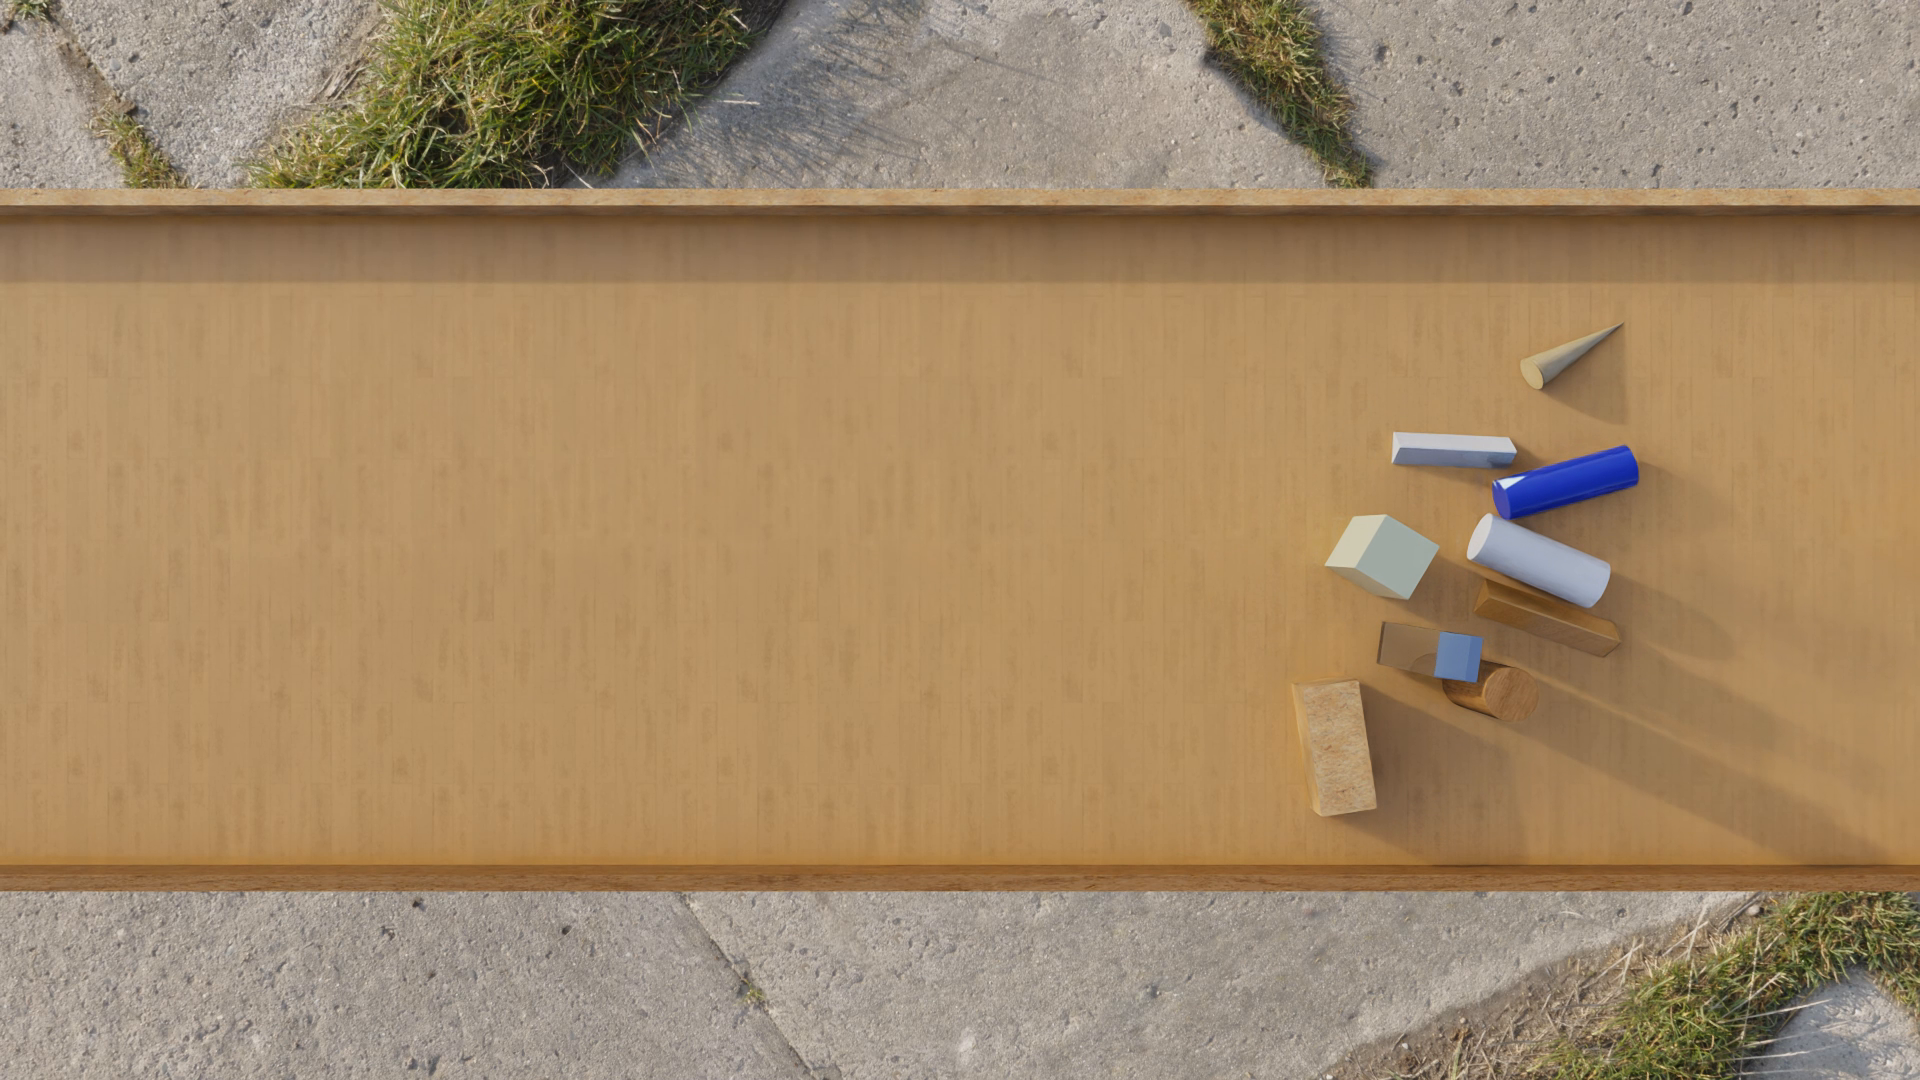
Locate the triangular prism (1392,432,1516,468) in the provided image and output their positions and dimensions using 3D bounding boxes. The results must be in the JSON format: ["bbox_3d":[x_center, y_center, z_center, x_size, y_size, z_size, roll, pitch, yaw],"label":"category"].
[{"bbox_3d":[1.509,-0.275,5.033,0.354,0.083,0.096,3,90,0],"label":"triangular prism"}]

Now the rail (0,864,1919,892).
[{"bbox_3d":[-2.247,1.025,5.001,12.000,0.150,0.050,0,90,0],"label":"rail"}]

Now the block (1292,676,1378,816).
[{"bbox_3d":[1.131,0.620,4.993,0.168,0.168,0.387,-8,90,0],"label":"block"}]

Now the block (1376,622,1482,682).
[{"bbox_3d":[1.380,0.327,4.865,0.130,0.407,0.130,8,90,-9],"label":"block"}]

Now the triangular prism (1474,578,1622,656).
[{"bbox_3d":[1.798,0.240,5.026,0.424,0.095,0.110,19,90,0],"label":"triangular prism"}]

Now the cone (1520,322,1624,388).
[{"bbox_3d":[1.895,-0.590,5.051,0.354,0.104,0.104,-29,90,-8],"label":"cone"}]

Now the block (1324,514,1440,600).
[{"bbox_3d":[1.242,0.048,4.880,0.177,0.393,0.177,31,90,0],"label":"block"}]

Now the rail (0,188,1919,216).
[{"bbox_3d":[-2.247,-1.025,5.002,12.000,0.150,0.050,0,90,0],"label":"rail"}]

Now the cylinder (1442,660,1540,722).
[{"bbox_3d":[1.562,0.438,4.871,0.155,0.410,0.155,0,90,0],"label":"cylinder"}]

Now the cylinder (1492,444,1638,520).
[{"bbox_3d":[1.837,-0.173,5.011,0.401,0.130,0.130,-15,90,0],"label":"cylinder"}]

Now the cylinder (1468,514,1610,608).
[{"bbox_3d":[1.752,0.063,5.000,0.385,0.153,0.153,23,90,0],"label":"cylinder"}]
